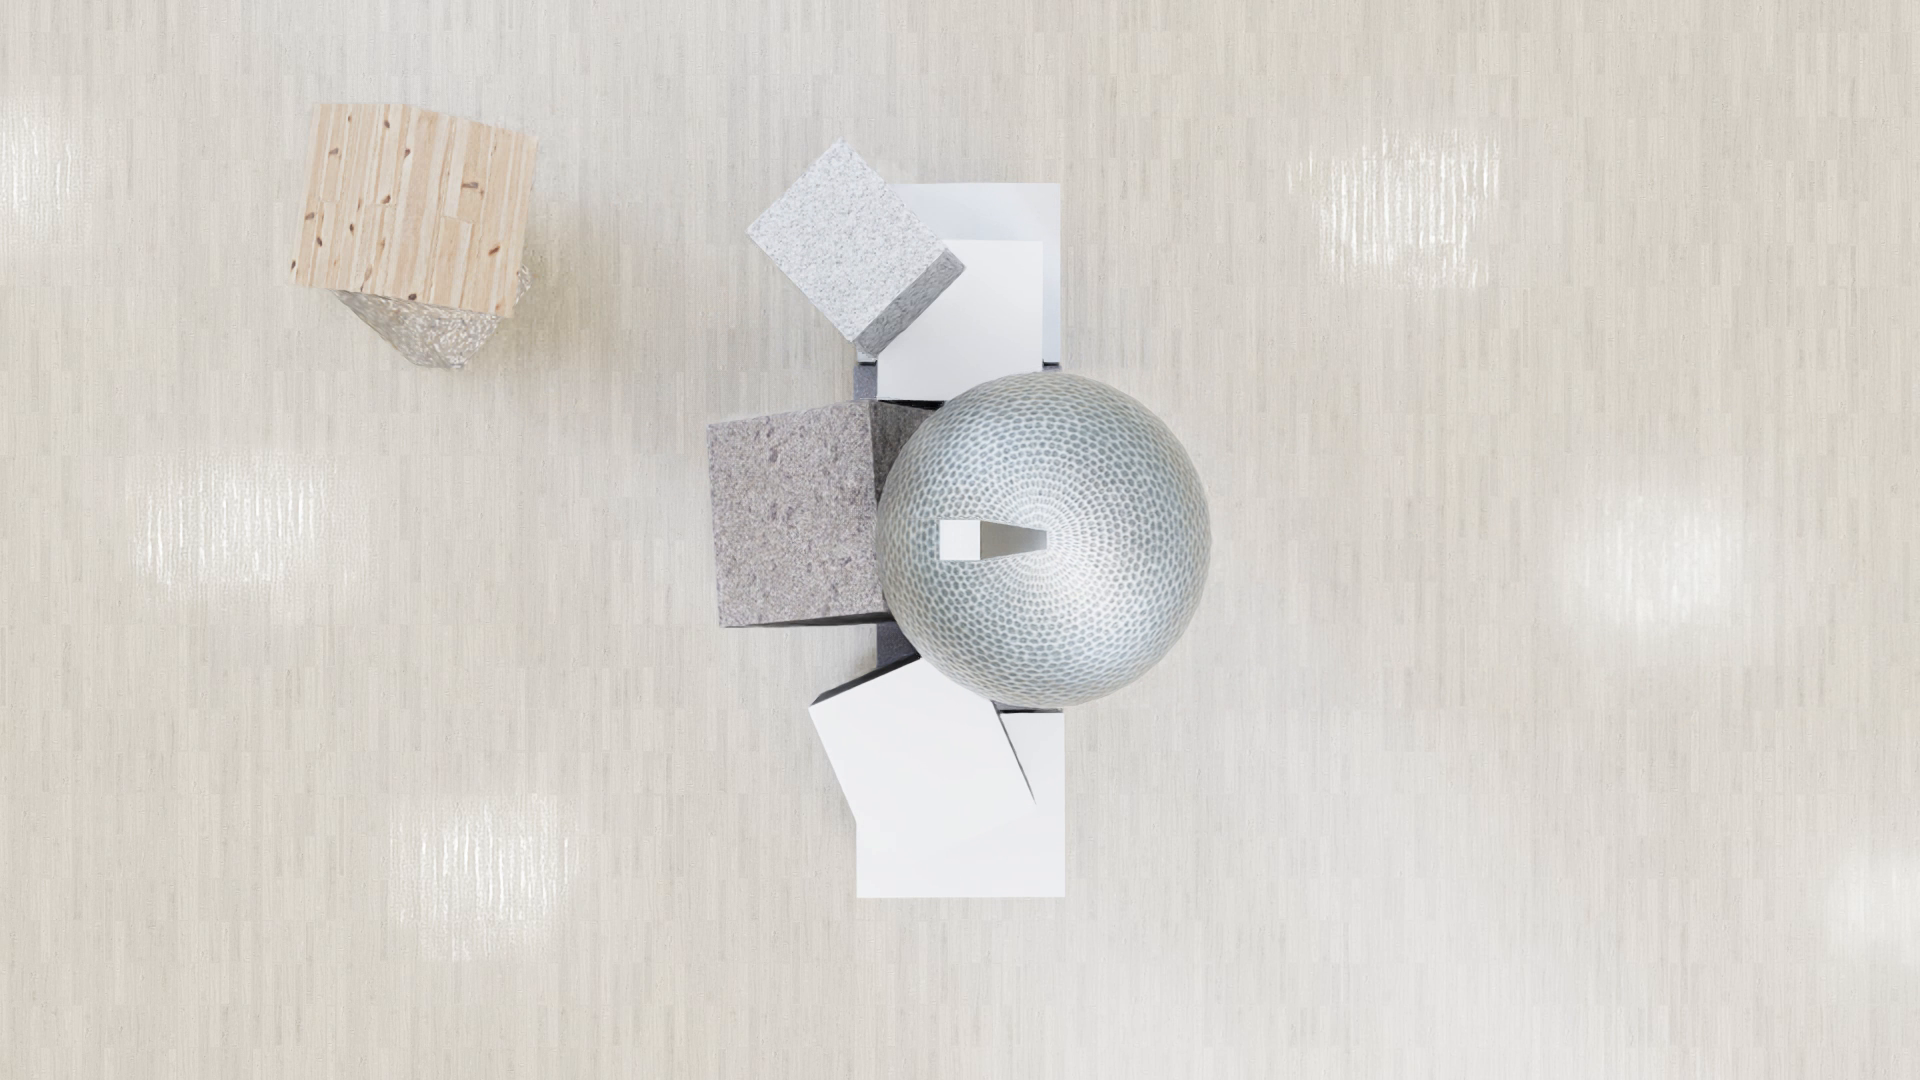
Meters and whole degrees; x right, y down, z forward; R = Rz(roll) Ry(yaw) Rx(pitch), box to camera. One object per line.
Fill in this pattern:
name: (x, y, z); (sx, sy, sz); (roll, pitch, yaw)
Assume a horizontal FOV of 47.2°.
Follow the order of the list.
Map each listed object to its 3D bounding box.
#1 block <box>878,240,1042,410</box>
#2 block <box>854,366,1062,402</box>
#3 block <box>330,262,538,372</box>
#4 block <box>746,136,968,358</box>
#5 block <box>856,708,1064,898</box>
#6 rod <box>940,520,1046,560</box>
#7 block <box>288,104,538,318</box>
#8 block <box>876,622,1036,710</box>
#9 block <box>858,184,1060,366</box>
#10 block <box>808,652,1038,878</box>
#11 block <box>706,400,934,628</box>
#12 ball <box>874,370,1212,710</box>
block: (0.001, -1.109, 11.561); (0.836, 0.748, 0.817); (0, 89, 0)
block: (-0.012, -0.420, 12.540); (1.148, 0.920, 1.073); (0, 90, 0)
block: (-2.987, -1.456, 12.433); (0.663, 0.730, 0.703); (46, 71, -31)
block: (-0.499, -1.431, 10.864); (0.648, 0.676, 0.753); (-44, 83, 5)
block: (0.003, 1.442, 12.472); (1.130, 1.055, 0.996); (0, 90, 0)
rod: (0.170, 0.000, 7.038); (0.080, 5.200, 0.080); (0, 90, 4)
block: (-2.840, -1.711, 11.423); (0.803, 0.894, 0.942); (6, 94, -44)
block: (-0.017, 0.528, 12.493); (0.873, 1.014, 0.805); (-1, 90, 0)
block: (-0.007, -1.453, 12.472); (1.102, 1.056, 0.972); (0, 90, 0)
block: (-0.186, 1.088, 11.440); (0.851, 1.009, 0.917); (-23, 90, 0)
block: (-0.559, -0.103, 11.403); (0.966, 1.134, 1.033); (-7, 85, 28)
ball: (0.392, 0.000, 10.430); (1.600, 1.600, 1.600); (0, 90, 0)
